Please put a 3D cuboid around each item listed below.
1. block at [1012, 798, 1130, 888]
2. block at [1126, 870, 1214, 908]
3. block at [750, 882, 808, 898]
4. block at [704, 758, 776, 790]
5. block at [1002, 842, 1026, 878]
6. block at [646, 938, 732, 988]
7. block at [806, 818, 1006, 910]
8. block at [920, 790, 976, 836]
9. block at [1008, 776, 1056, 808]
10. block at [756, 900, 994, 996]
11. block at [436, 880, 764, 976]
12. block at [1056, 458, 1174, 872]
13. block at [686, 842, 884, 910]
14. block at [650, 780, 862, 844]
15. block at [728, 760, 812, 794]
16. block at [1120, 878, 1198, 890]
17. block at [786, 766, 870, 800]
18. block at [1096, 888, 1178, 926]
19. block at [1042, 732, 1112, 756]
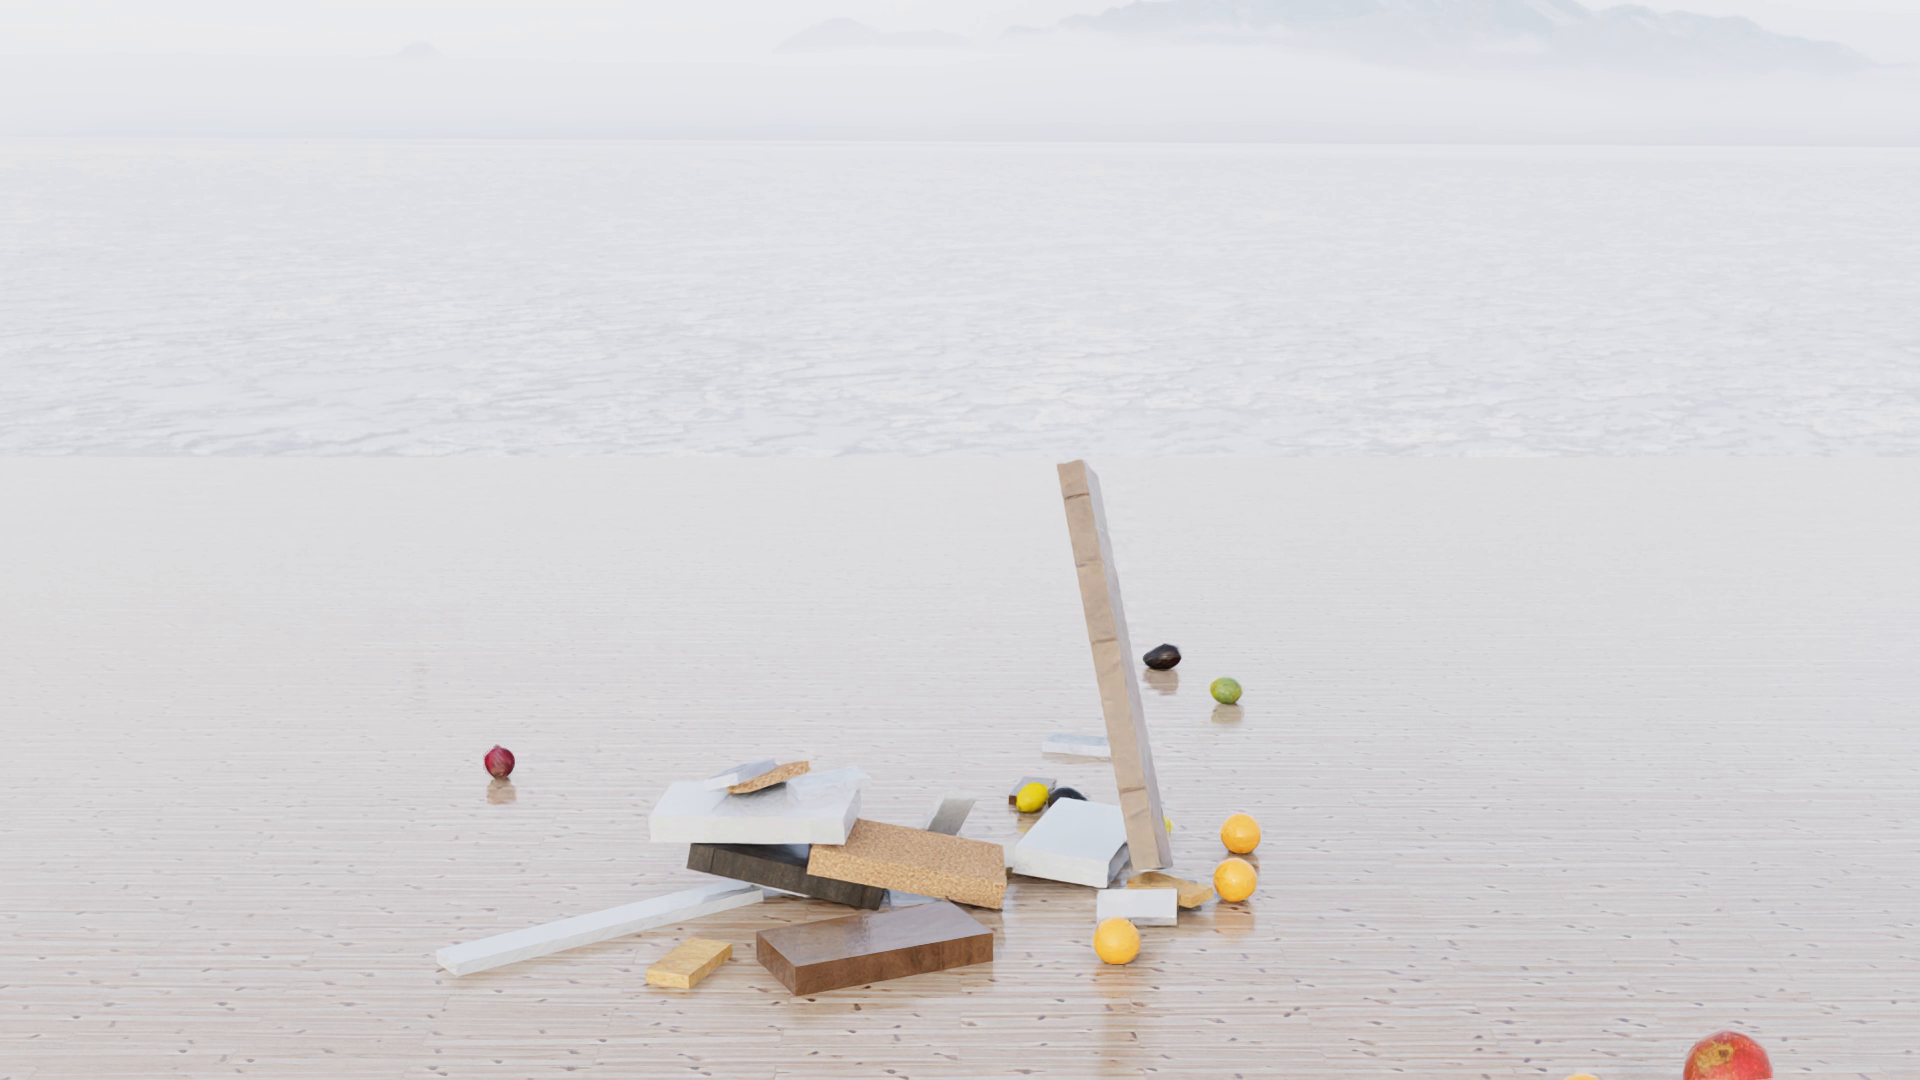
[{"bbox_3d":[0.213,0.525,3.837,0.162,0.046,0.325,7,10,15],"label":"block"},{"bbox_3d":[0.345,0.573,3.611,0.128,0.018,0.064,9,14,40],"label":"block"},{"bbox_3d":[-0.299,0.570,3.670,0.098,0.014,0.049,14,14,-2],"label":"block"},{"bbox_3d":[-0.366,0.391,3.671,0.064,0.018,0.129,-14,1,25],"label":"block"},{"bbox_3d":[0.080,0.554,3.813,0.063,0.018,0.126,-3,11,-15],"label":"block"},{"bbox_3d":[-0.410,0.641,3.338,0.072,0.020,0.143,4,11,21],"label":"block"},{"bbox_3d":[-0.088,0.528,3.641,0.321,0.046,0.161,11,15,-4],"label":"block"},{"bbox_3d":[-0.023,0.489,3.884,0.063,0.126,0.018,4,44,-27],"label":"block"},{"bbox_3d":[0.139,0.481,4.206,0.064,0.018,0.129,3,11,14],"label":"block"},{"bbox_3d":[-0.131,0.622,3.369,0.325,0.046,0.162,-5,12,-25],"label":"block"},{"bbox_3d":[-0.563,0.611,3.498,0.545,0.020,0.072,-8,13,-37],"label":"block"},{"bbox_3d":[0.263,0.215,3.732,0.046,0.693,0.162,-12,-11,11],"label":"block"},{"bbox_3d":[-0.280,0.530,3.661,0.321,0.046,0.161,12,15,0],"label":"block"},{"bbox_3d":[-0.336,0.450,3.641,0.321,0.046,0.161,0,14,7],"label":"block"},{"bbox_3d":[-0.319,0.397,3.680,0.129,0.018,0.064,-15,1,-41],"label":"block"},{"bbox_3d":[0.333,0.583,3.656,0.128,0.018,0.064,-1,11,-3],"label":"block"},{"bbox_3d":[-0.220,0.406,3.670,0.126,0.018,0.063,-9,16,-24],"label":"block"},{"bbox_3d":[0.285,0.590,3.533,0.128,0.018,0.064,-2,34,9],"label":"block"},{"bbox_3d":[0.247,0.421,4.523,0.143,0.020,0.072,3,11,17],"label":"block"}]
